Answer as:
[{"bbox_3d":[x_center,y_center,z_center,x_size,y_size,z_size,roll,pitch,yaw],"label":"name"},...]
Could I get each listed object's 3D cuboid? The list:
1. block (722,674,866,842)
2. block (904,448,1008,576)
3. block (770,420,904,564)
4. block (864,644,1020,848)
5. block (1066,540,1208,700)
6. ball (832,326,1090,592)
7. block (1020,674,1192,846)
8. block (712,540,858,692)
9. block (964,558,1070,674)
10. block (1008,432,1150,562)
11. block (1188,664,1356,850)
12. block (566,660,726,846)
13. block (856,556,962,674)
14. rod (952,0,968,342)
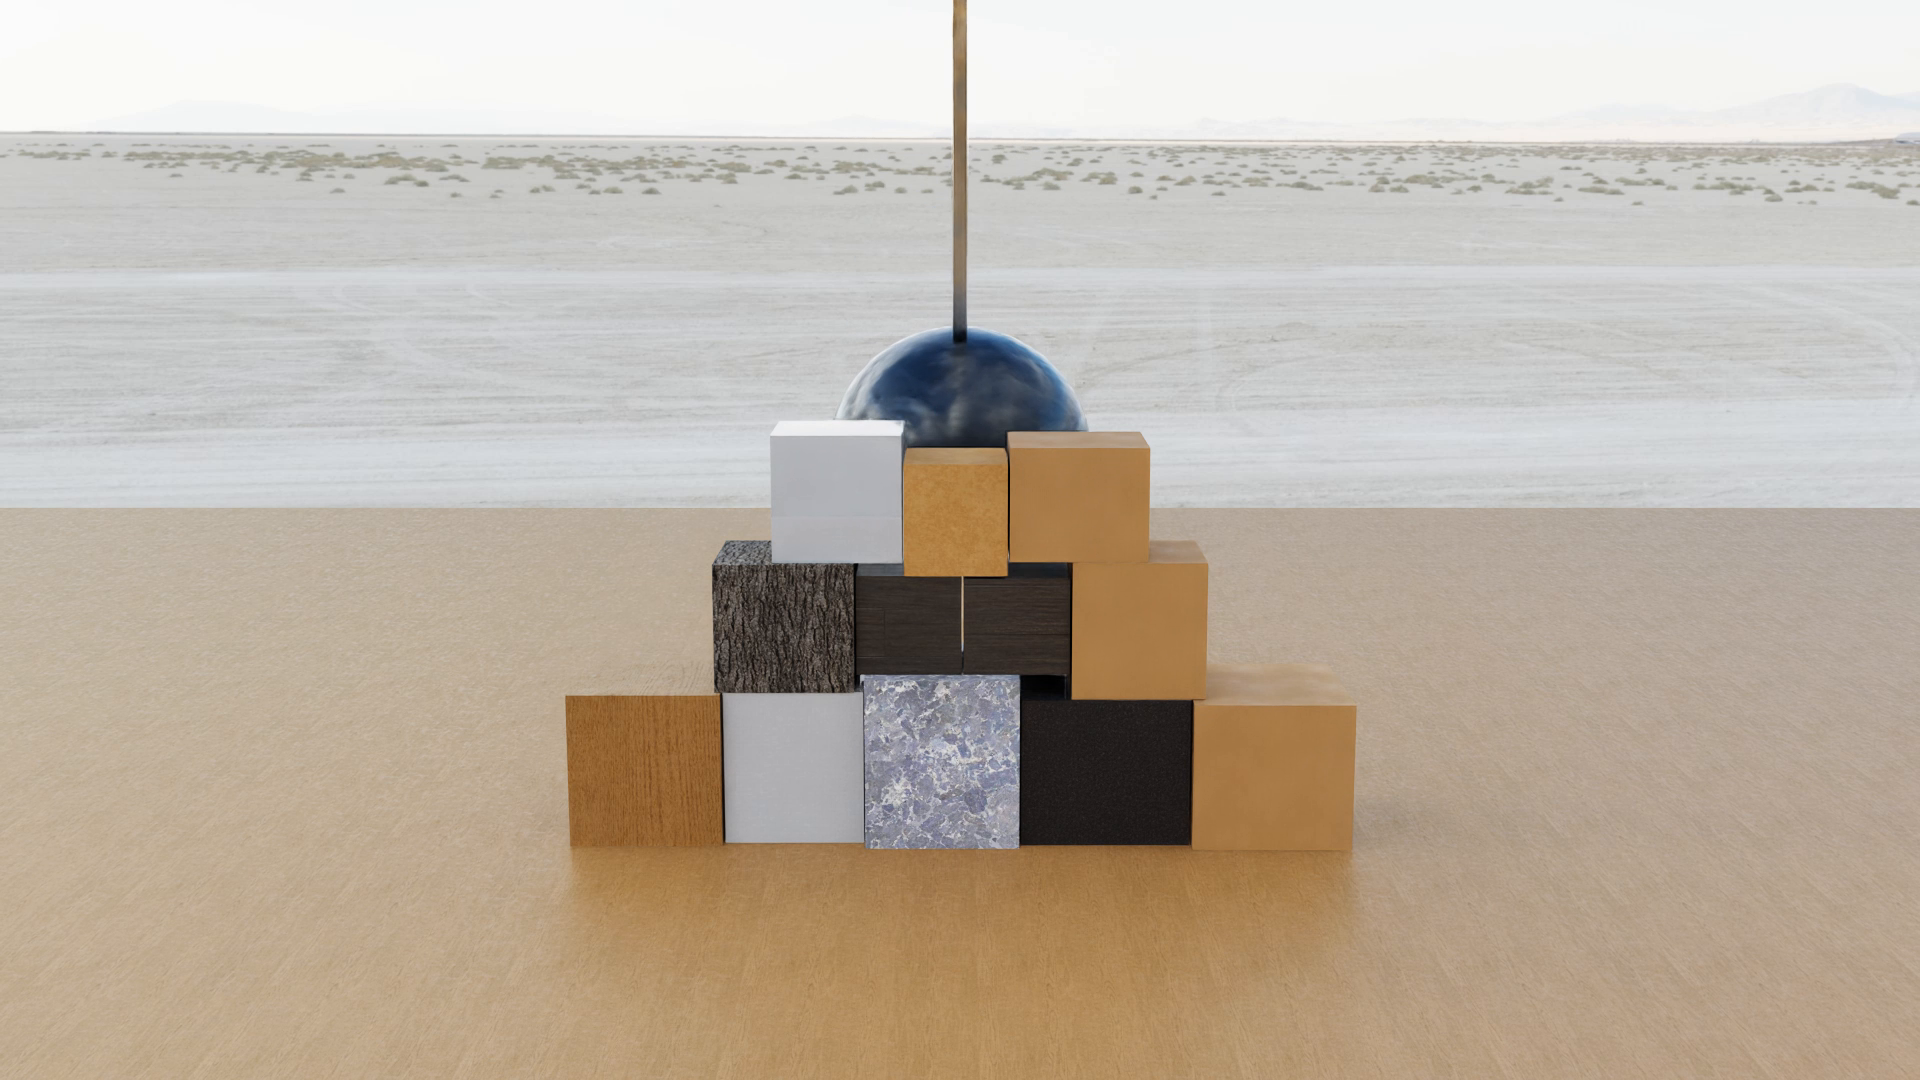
[{"bbox_3d":[-0.836,1.090,11.380,0.702,0.783,0.639,0,10,0],"label":"block"},{"bbox_3d":[-0.021,-0.150,11.173,0.514,0.560,0.606,0,10,0],"label":"block"},{"bbox_3d":[-0.611,-0.250,11.145,0.647,0.639,0.567,0,10,0],"label":"block"},{"bbox_3d":[-0.089,1.050,11.377,0.772,0.864,0.844,0,10,0],"label":"block"},{"bbox_3d":[0.893,0.398,11.240,0.669,0.692,0.644,0,10,0],"label":"block"},{"bbox_3d":[0.000,-0.482,13.201,1.600,1.600,1.600,0,10,0],"label":"ball"},{"bbox_3d":[0.730,1.107,11.377,0.847,0.752,0.714,0,10,0],"label":"block"},{"bbox_3d":[-0.878,0.383,11.263,0.699,0.650,0.681,0,10,0],"label":"block"},{"bbox_3d":[0.283,0.385,11.258,0.531,0.487,0.570,0,10,0],"label":"block"},{"bbox_3d":[0.590,-0.226,11.146,0.688,0.570,0.633,0,10,0],"label":"block"},{"bbox_3d":[1.564,1.107,11.388,0.801,0.747,0.887,0,10,0],"label":"block"},{"bbox_3d":[-1.581,1.091,11.380,0.768,0.782,0.749,0,10,0],"label":"block"},{"bbox_3d":[-0.255,0.380,11.236,0.526,0.504,0.529,0,10,0],"label":"block"},{"bbox_3d":[0.000,-3.411,11.474,0.080,5.200,0.080,0,31,0],"label":"rod"}]
